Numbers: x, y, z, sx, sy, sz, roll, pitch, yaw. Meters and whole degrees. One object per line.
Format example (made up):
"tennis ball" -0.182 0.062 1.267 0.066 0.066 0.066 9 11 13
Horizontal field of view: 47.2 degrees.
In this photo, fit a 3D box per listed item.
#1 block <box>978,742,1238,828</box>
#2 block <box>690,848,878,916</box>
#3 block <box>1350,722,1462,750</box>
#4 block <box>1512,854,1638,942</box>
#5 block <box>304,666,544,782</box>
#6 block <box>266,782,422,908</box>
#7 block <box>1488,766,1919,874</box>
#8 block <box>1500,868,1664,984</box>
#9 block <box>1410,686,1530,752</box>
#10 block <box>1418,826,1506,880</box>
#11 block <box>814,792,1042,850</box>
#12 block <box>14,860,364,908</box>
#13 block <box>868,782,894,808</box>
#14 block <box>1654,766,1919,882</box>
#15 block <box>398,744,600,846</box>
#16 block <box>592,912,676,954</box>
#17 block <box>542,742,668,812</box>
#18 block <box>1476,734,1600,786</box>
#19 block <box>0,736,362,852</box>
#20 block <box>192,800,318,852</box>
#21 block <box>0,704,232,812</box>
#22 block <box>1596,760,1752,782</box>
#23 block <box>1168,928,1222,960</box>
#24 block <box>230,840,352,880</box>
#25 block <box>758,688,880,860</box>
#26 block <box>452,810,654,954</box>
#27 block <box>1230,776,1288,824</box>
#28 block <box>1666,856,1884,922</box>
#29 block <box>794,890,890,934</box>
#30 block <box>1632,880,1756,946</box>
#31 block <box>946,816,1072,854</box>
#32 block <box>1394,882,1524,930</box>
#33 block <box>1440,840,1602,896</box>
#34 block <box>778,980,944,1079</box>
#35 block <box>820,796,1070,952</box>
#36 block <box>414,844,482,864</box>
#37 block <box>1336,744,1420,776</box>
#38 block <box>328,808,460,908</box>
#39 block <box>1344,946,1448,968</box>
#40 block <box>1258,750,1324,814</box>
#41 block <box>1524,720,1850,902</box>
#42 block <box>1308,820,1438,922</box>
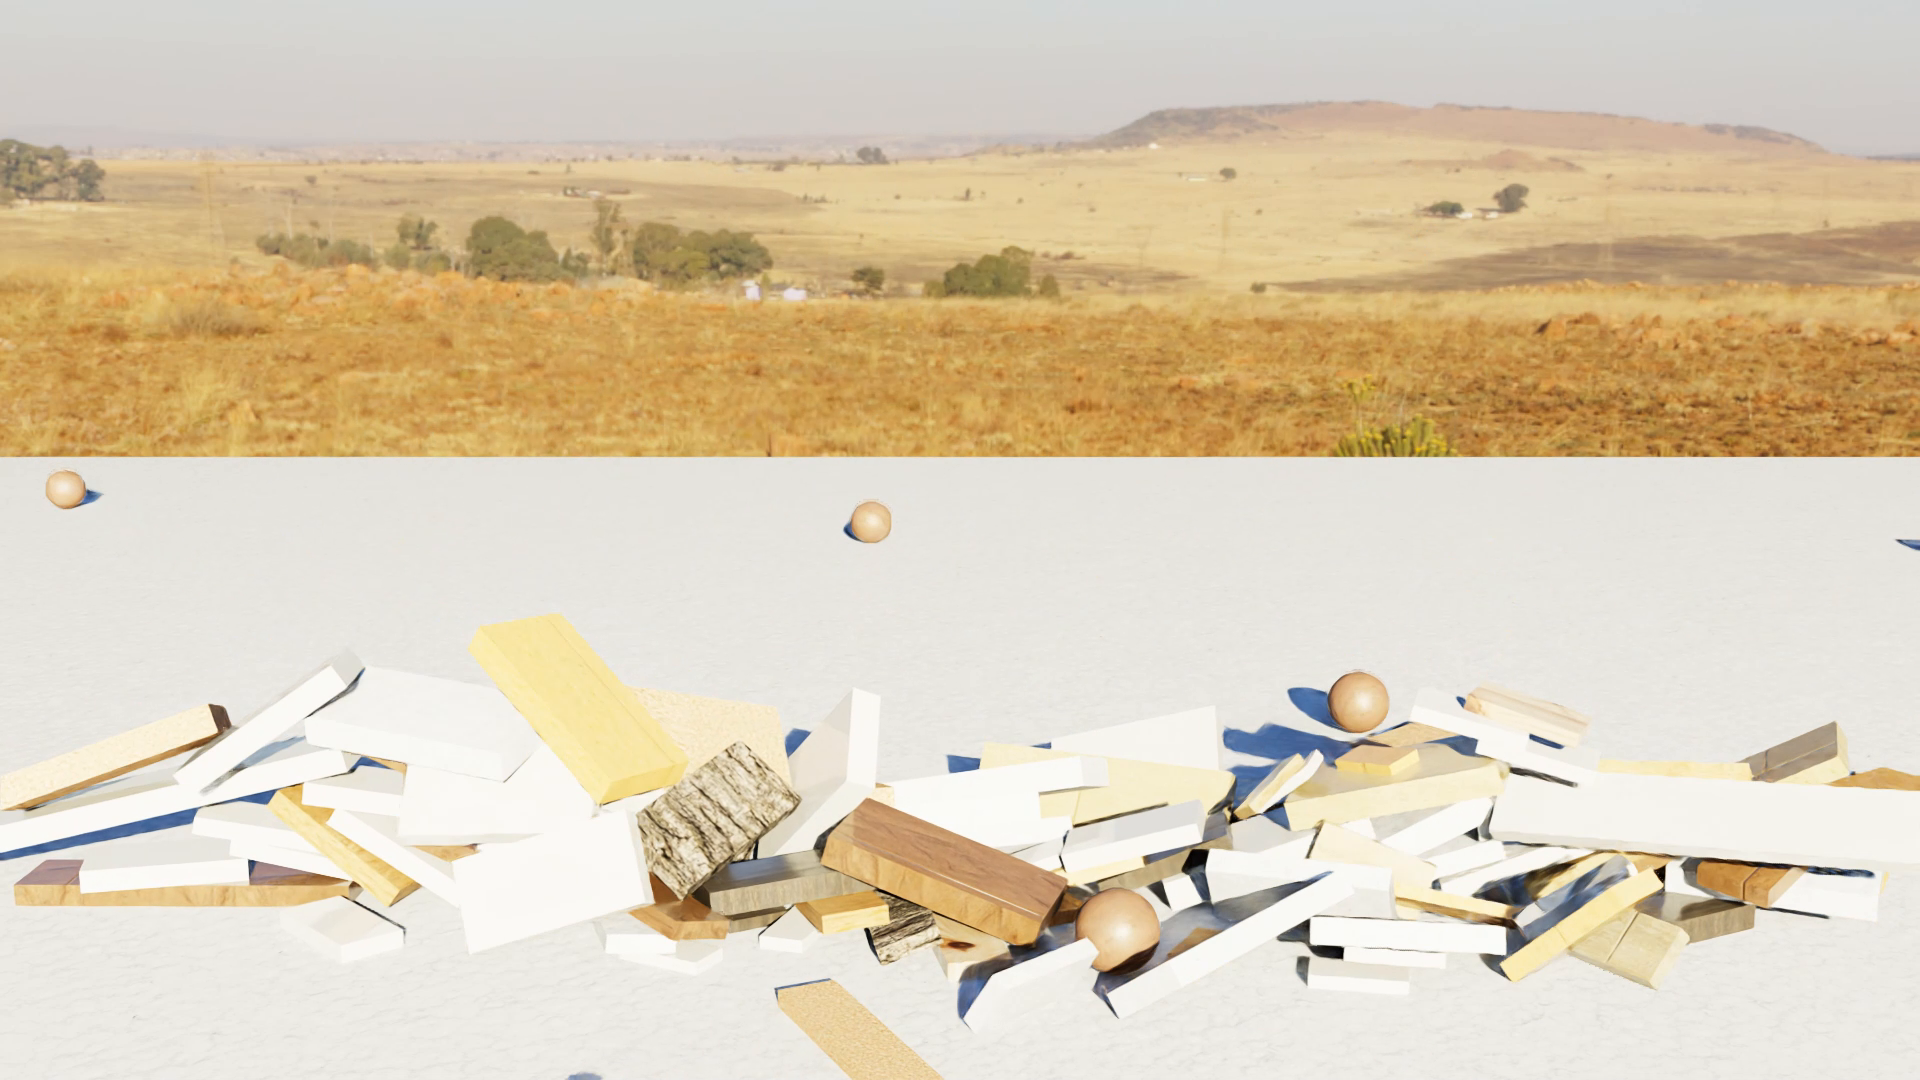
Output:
"block" 0.249 0.466 3.916 0.468 0.156 0.044 5 -24 24
"block" -0.279 0.545 3.528 0.283 0.040 0.142 -7 8 -19
"block" 0.941 0.420 4.470 0.149 0.042 0.297 10 15 43
"block" 0.940 0.547 3.361 0.193 0.027 0.096 -31 -2 5
"block" -0.843 0.290 3.514 0.355 0.050 0.177 8 27 18
"block" -1.008 0.495 3.634 0.259 0.037 0.130 38 10 4
"block" 1.189 0.426 3.342 0.767 0.034 0.118 0 54 35
"block" 0.920 0.571 3.257 0.118 0.034 0.237 -11 -29 -45
"block" 0.818 0.285 3.516 0.184 0.026 0.092 15 20 15
"block" 0.766 0.528 3.672 0.261 0.037 0.131 -17 11 5
"block" -0.062 0.479 3.745 0.358 0.051 0.179 -4 -9 -20
"block" -1.275 0.572 3.667 0.550 0.037 0.130 0 11 1
"block" -0.318 0.444 4.050 0.146 0.041 0.623 -1 1 -27
"block" 1.494 0.513 3.966 0.816 0.042 0.148 -7 13 -35
"block" -0.725 0.402 3.483 0.303 0.152 0.043 -1 -29 3
"block" -0.528 0.585 3.469 0.106 0.030 0.304 4 9 -18
"block" -0.546 0.375 3.660 0.351 0.050 0.175 19 38 -17
"block" 0.921 0.337 3.499 0.184 0.026 0.092 16 20 17
"block" -1.482 0.455 3.655 0.993 0.043 0.152 -13 10 2
"block" -1.160 0.474 3.662 0.207 0.029 0.103 10 11 -10
"block" -1.387 0.357 3.609 0.355 0.050 0.177 -20 -2 -11
"block" 1.113 0.411 3.469 0.246 0.035 0.123 -2 53 31
"block" 0.374 0.632 3.396 0.063 0.018 0.127 5 12 26
"block" -1.097 0.516 3.669 0.207 0.029 0.104 12 10 -1
"block" -0.237 0.409 3.650 0.050 0.175 0.351 19 -41 -21
"block" -0.625 0.525 3.373 0.292 0.146 0.041 -17 -16 9
"block" 0.440 0.496 4.054 0.378 0.045 0.158 -4 11 -20
"block" 1.314 0.526 3.542 0.317 0.045 0.158 5 28 26
"block" -0.196 0.577 3.503 0.106 0.030 0.212 -7 8 -18
"block" 1.102 0.600 3.498 0.296 0.042 0.148 -6 12 -29
"block" 0.036 0.521 3.720 0.283 0.040 0.142 -3 -23 -21
"block" 0.744 0.571 3.479 0.325 0.021 0.073 11 -18 6
"block" 0.922 0.518 3.653 0.261 0.037 0.131 -22 11 11
"block" -0.100 0.710 2.955 0.090 0.025 0.579 -5 12 -25
"block" -0.021 0.525 3.485 0.358 0.051 0.179 21 19 12
"block" -0.788 0.519 3.665 0.255 0.036 0.127 25 10 -3
"block" 0.687 0.363 3.623 0.064 0.018 0.129 -24 12 -31
"block" -0.911 0.507 3.650 0.255 0.036 0.127 33 11 -1
"block" 0.649 0.620 3.273 0.147 0.021 0.073 1 -8 15
"block" 0.547 0.403 3.661 0.129 0.018 0.064 -44 -1 35
"block" 1.166 0.441 3.549 0.544 0.035 0.123 -30 10 28
"block" 0.659 0.533 3.541 0.193 0.096 0.027 22 6 4
